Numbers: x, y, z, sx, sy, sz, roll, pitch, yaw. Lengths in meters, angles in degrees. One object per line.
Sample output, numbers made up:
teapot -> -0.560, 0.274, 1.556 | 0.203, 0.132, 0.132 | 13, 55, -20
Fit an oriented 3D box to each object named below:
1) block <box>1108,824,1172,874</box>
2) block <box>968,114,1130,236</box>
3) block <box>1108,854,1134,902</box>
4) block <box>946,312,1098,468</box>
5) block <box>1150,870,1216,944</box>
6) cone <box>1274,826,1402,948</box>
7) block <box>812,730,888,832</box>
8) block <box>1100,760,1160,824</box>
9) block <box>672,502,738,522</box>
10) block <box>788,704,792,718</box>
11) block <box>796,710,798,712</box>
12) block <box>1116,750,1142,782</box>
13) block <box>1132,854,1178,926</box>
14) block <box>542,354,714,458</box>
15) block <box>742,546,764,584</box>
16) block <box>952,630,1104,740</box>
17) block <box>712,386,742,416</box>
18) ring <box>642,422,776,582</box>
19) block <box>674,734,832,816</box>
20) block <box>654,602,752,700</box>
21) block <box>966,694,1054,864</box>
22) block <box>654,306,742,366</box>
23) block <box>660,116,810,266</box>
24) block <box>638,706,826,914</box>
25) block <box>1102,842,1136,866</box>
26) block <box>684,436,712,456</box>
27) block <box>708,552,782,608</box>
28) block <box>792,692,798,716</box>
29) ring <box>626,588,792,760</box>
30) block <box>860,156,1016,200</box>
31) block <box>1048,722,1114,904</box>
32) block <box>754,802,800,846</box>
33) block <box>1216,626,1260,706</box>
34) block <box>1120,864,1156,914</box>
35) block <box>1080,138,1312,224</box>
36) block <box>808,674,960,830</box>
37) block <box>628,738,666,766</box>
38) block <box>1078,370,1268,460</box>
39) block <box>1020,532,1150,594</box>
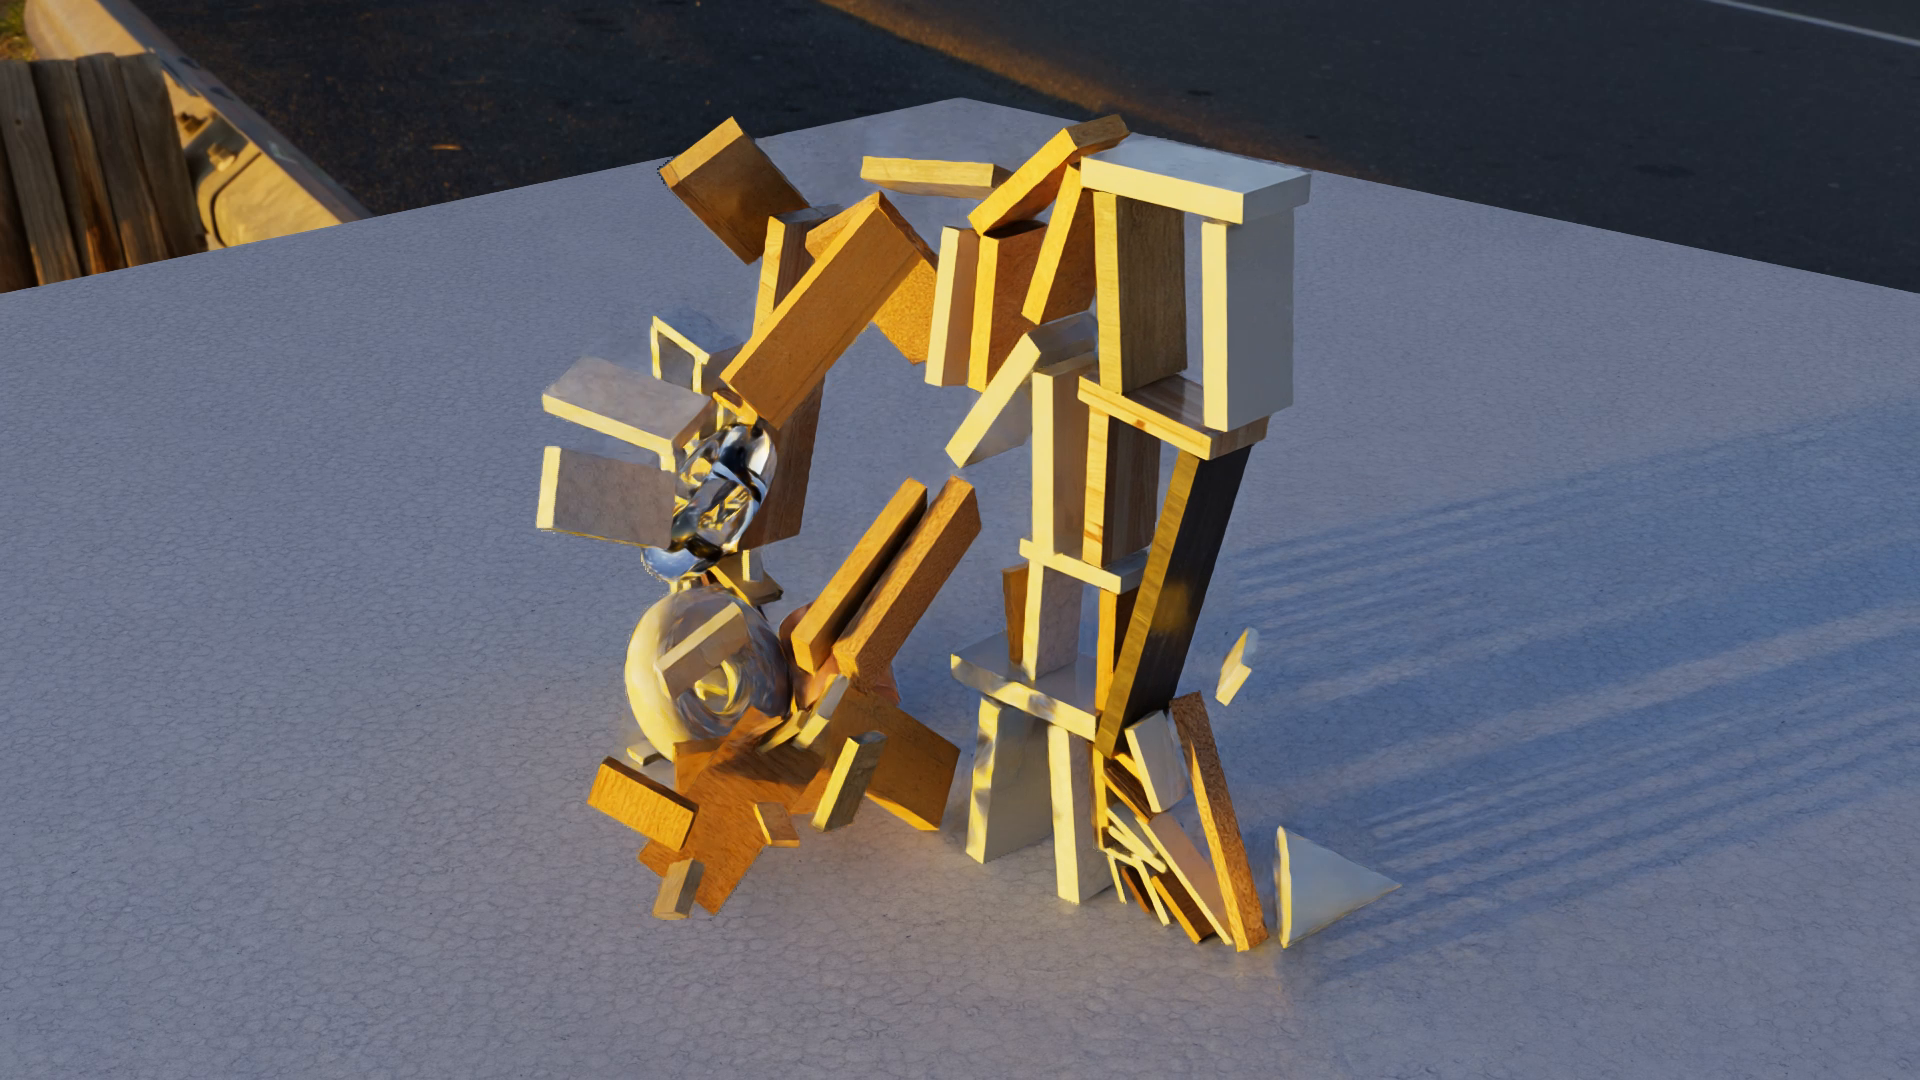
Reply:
block -> 0.351, 0.561, 4.083 | 0.071, 0.020, 0.142 | -22, 43, -40
block -> 0.151, -0.628, 3.793 | 0.144, 0.041, 0.287 | -24, -8, -43
block -> 0.311, 0.632, 4.156 | 0.046, 0.093, 0.013 | -23, 9, -42
block -> 0.115, -0.269, 3.971 | 0.168, 0.337, 0.048 | -22, 68, -40
block -> 0.421, 0.669, 4.057 | 0.071, 0.020, 0.142 | -20, 66, -39
cone -> 0.695, 0.628, 3.993 | 0.220, 0.220, 0.220 | -1, 23, 0
block -> -0.196, 0.428, 3.909 | 0.026, 0.184, 0.092 | 32, 20, 25
block -> 0.319, 0.459, 4.029 | 0.122, 0.017, 0.061 | 45, 48, 15
block -> -0.518, -0.057, 4.457 | 0.073, 0.021, 0.147 | -18, 10, -33
block -> -0.371, 0.361, 4.781 | 0.014, 0.099, 0.050 | -13, 5, 37
block -> -0.320, 0.343, 4.805 | 0.018, 0.063, 0.125 | -12, 43, 29
block -> 0.318, 0.380, 4.038 | 0.080, 0.023, 0.160 | -19, 49, -39
block -> 0.378, 0.637, 4.094 | 0.071, 0.142, 0.020 | -22, -3, -40
block -> -0.610, -0.250, 4.046 | 0.279, 0.040, 0.139 | 20, 46, 19
block -> -0.444, 0.034, 4.701 | 0.016, 0.110, 0.055 | -8, -9, 24
block -> 0.175, 0.266, 4.140 | 0.357, 0.051, 0.179 | 21, 31, 39
block -> -0.457, -0.289, 4.590 | 0.063, 0.018, 0.125 | -17, 33, -33
ring -> -0.483, -0.072, 4.228 | 0.116, 0.349, 0.349 | 36, 14, -20
block -> -0.396, 0.473, 4.420 | 0.348, 0.174, 0.049 | -6, 27, -14
block -> -0.471, 0.204, 4.030 | 0.189, 0.094, 0.027 | -39, 57, -21
block -> 0.110, 0.442, 4.258 | 0.179, 0.357, 0.051 | -18, 36, -36
block -> -0.554, -0.433, 4.644 | 0.092, 0.026, 0.185 | -23, 47, -39
block -> -0.425, -0.670, 4.254 | 0.171, 0.341, 0.048 | -36, 63, 6
block -> -0.423, 0.499, 4.082 | 0.174, 0.348, 0.049 | 37, -12, -4
block -> 0.312, 0.585, 4.133 | 0.046, 0.013, 0.093 | -21, 29, -40
block -> -0.500, -0.169, 4.691 | 0.109, 0.031, 0.219 | -20, 57, -34
block -> -0.479, 0.073, 4.793 | 0.093, 0.026, 0.185 | -17, 50, -40
block -> -0.347, 0.355, 4.784 | 0.014, 0.099, 0.049 | -11, -15, 28
ring -> -0.512, 0.290, 4.519 | 0.132, 0.395, 0.395 | -21, 4, 43
block -> -0.024, -0.653, 3.988 | 0.282, 0.040, 0.141 | 9, 1, 32
block -> 0.254, 0.486, 4.154 | 0.051, 0.357, 0.179 | 13, 26, 42
block -> -0.325, 0.504, 3.895 | 0.052, 0.015, 0.104 | 2, 31, -25
block -> 0.491, 0.221, 3.890 | 0.023, 0.082, 0.165 | 31, 25, -1
block -> 0.344, 0.651, 4.130 | 0.046, 0.013, 0.093 | -21, 76, -41
block -> 0.379, -0.584, 3.560 | 0.170, 0.048, 0.340 | -22, 32, -39
block -> -0.148, 0.418, 4.309 | 0.049, 0.348, 0.174 | -9, 55, 42
block -> -0.634, 0.436, 4.683 | 0.131, 0.019, 0.066 | -24, 29, -30
block -> 0.360, -0.226, 3.739 | 0.149, 0.042, 0.298 | -21, 37, -39
block -> 0.237, 0.030, 3.976 | 0.239, 0.034, 0.120 | 22, 32, 39
